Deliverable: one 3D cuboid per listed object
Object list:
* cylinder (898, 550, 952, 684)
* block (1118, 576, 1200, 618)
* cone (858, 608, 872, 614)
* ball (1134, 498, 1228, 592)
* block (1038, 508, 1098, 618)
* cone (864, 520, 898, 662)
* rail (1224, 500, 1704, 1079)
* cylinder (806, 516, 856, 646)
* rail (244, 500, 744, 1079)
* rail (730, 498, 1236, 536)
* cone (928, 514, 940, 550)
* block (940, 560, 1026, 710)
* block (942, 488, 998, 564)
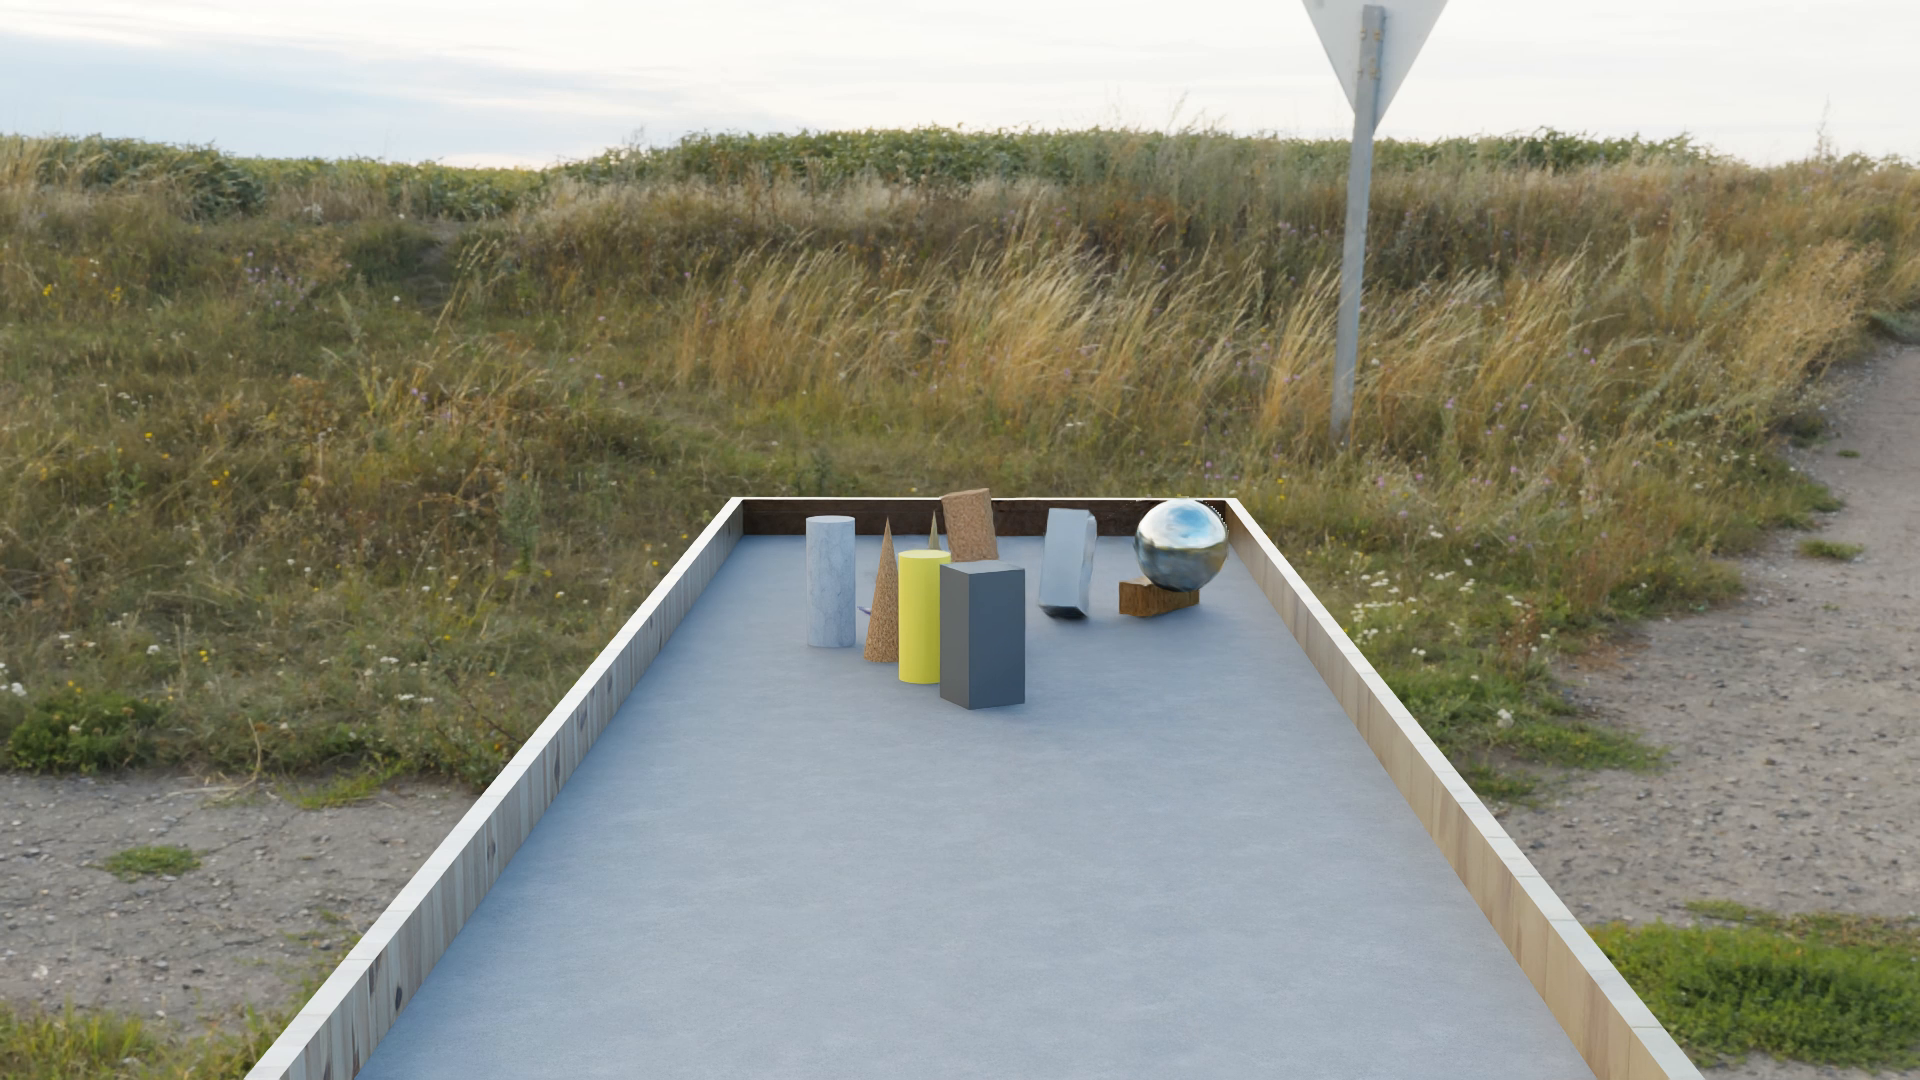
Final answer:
[{"bbox_3d":[-0.103,0.223,6.426,0.153,0.368,0.153,0,9,0],"label":"cylinder"},{"bbox_3d":[0.683,0.181,7.518,0.109,0.109,0.318,8,12,40],"label":"block"},{"bbox_3d":[-0.182,0.256,6.901,0.132,0.132,0.455,-8,15,-41],"label":"cone"},{"bbox_3d":[0.734,0.019,7.308,0.312,0.312,0.312,0,9,0],"label":"ball"},{"bbox_3d":[0.362,0.076,7.372,0.136,0.335,0.136,3,-16,18],"label":"block"},{"bbox_3d":[-0.220,0.142,6.707,0.153,0.440,0.153,0,9,0],"label":"cone"},{"bbox_3d":[1.046,0.843,3.208,0.050,0.150,12.000,0,9,1],"label":"rail"},{"bbox_3d":[-0.407,0.129,6.939,0.154,0.394,0.154,0,9,0],"label":"cylinder"},{"bbox_3d":[-1.004,0.839,3.234,0.050,0.150,12.000,0,9,1],"label":"rail"},{"bbox_3d":[0.099,-0.098,9.147,2.100,0.150,0.050,0,9,1],"label":"rail"},{"bbox_3d":[-0.081,0.113,6.951,0.129,0.421,0.129,0,9,0],"label":"cone"},{"bbox_3d":[0.062,0.262,6.142,0.177,0.380,0.177,-5,10,-27],"label":"block"},{"bbox_3d":[0.047,0.062,7.166,0.133,0.437,0.133,-7,6,12],"label":"block"}]
